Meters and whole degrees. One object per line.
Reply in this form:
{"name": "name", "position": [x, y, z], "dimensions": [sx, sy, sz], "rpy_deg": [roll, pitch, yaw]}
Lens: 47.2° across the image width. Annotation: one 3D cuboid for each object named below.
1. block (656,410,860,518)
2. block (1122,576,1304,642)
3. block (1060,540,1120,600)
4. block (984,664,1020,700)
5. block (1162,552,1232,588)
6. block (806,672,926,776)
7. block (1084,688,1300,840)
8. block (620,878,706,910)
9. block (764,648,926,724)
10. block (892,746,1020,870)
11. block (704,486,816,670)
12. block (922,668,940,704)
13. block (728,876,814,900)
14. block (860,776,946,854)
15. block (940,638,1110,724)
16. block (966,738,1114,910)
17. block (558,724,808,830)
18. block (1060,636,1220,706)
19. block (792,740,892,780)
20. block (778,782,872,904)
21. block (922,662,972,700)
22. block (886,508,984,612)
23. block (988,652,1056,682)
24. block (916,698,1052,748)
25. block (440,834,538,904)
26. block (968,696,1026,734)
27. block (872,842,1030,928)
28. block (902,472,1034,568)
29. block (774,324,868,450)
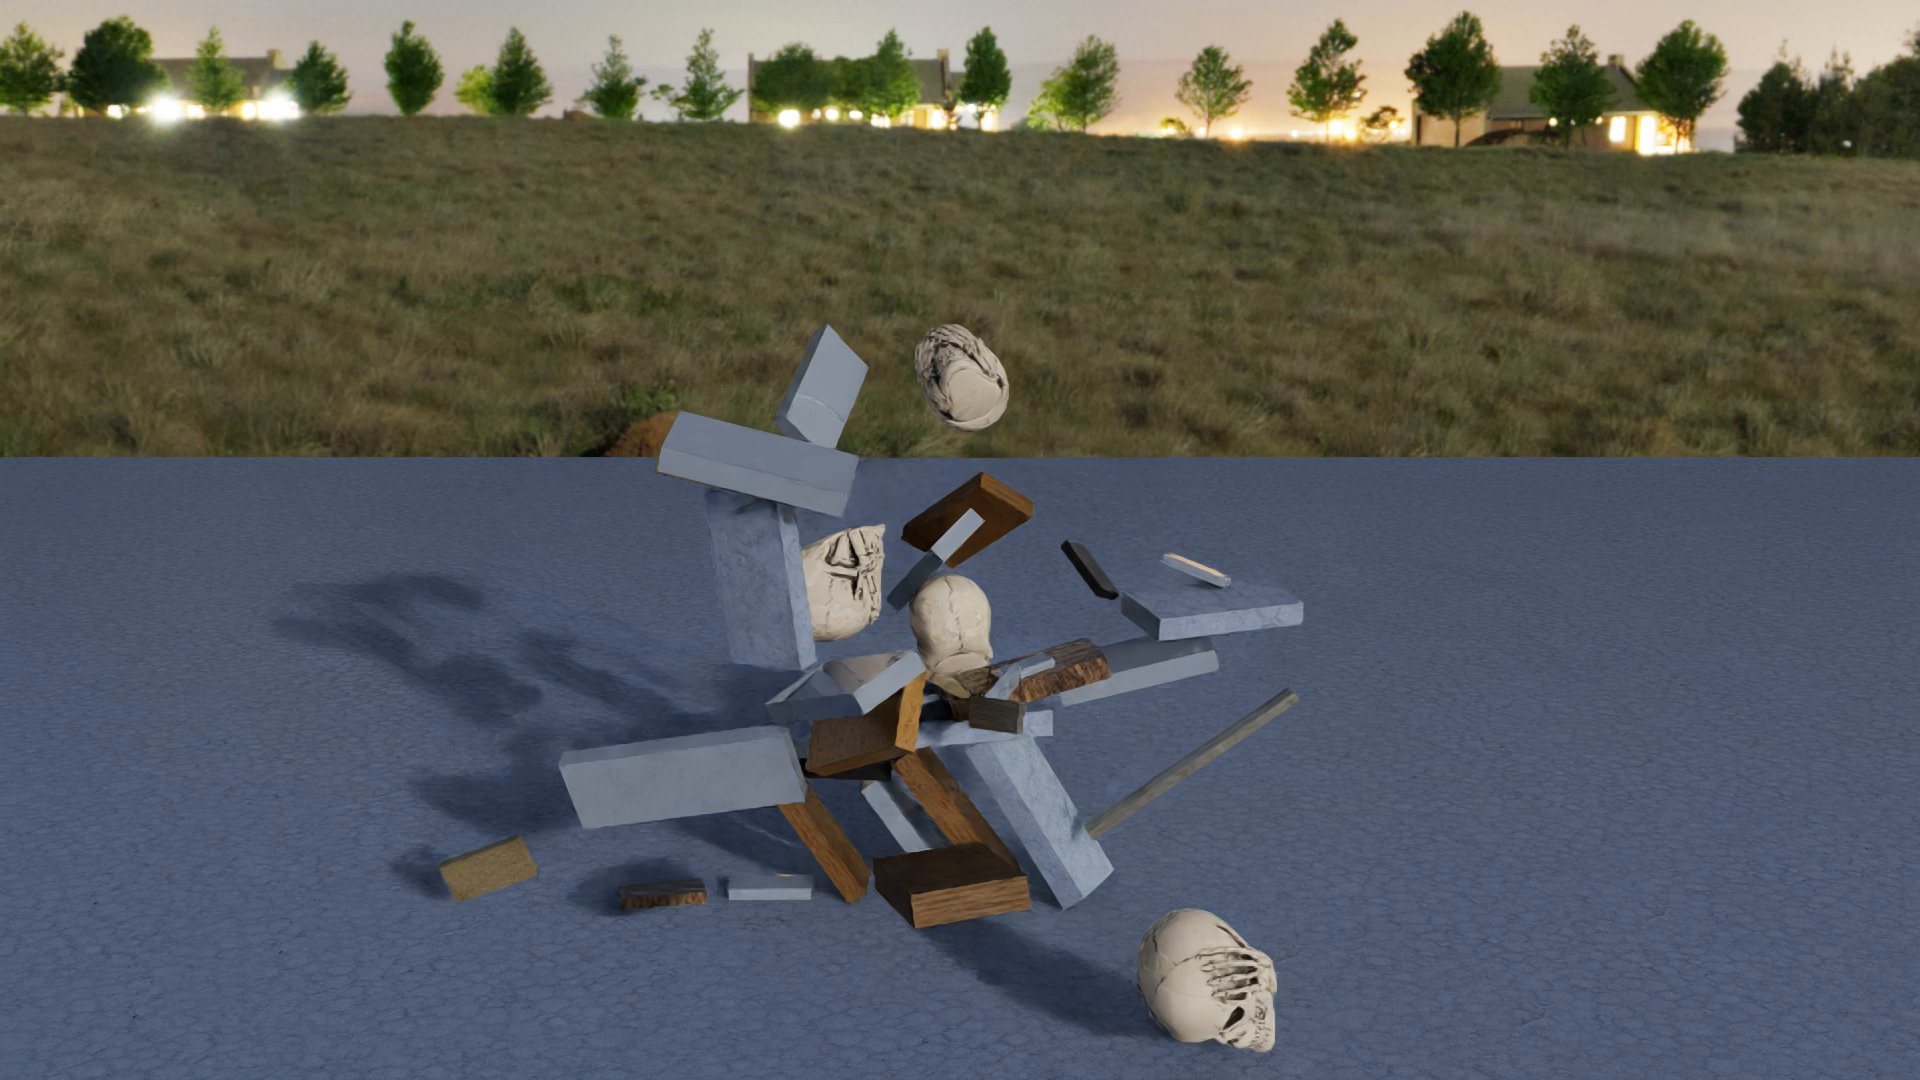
{"name": "block", "position": [-0.305, -0.117, 3.353], "dimensions": [0.286, 0.041, 0.143], "rpy_deg": [14, 26, -2]}
{"name": "block", "position": [0.410, 0.110, 3.575], "dimensions": [0.263, 0.037, 0.131], "rpy_deg": [-6, 21, -23]}
{"name": "block", "position": [0.209, 0.049, 3.532], "dimensions": [0.054, 0.015, 0.109], "rpy_deg": [14, 35, -55]}
{"name": "block", "position": [0.061, 0.244, 3.472], "dimensions": [0.014, 0.049, 0.097], "rpy_deg": [31, 60, 21]}
{"name": "block", "position": [0.389, 0.049, 3.610], "dimensions": [0.109, 0.015, 0.054], "rpy_deg": [23, 9, 16]}
{"name": "block", "position": [-0.150, 0.286, 3.452], "dimensions": [0.037, 0.130, 0.259], "rpy_deg": [21, -25, -30]}
{"name": "block", "position": [0.380, 0.368, 3.624], "dimensions": [0.409, 0.015, 0.054], "rpy_deg": [-34, 8, 0]}
{"name": "block", "position": [-0.492, 0.585, 3.640], "dimensions": [0.138, 0.020, 0.069], "rpy_deg": [-2, 11, -12]}
{"name": "block", "position": [-0.176, 0.223, 3.331], "dimensions": [0.130, 0.037, 0.259], "rpy_deg": [-35, 13, -34]}
{"name": "block", "position": [-0.005, 0.457, 3.639], "dimensions": [0.043, 0.305, 0.153], "rpy_deg": [-36, 9, 5]}
{"name": "block", "position": [-0.313, 0.057, 3.459], "dimensions": [0.143, 0.286, 0.041], "rpy_deg": [3, 18, 34]}
{"name": "block", "position": [-0.088, 0.247, 3.566], "dimensions": [0.114, 0.016, 0.057], "rpy_deg": [-16, 40, 16]}
{"name": "block", "position": [-0.315, 0.580, 3.669], "dimensions": [0.138, 0.020, 0.069], "rpy_deg": [0, 11, -1]}
{"name": "block", "position": [-0.078, 0.485, 3.655], "dimensions": [0.033, 0.236, 0.118], "rpy_deg": [-35, 7, 7]}
{"name": "block", "position": [0.102, 0.228, 3.594], "dimensions": [0.263, 0.037, 0.131], "rpy_deg": [-16, 14, -6]}
{"name": "block", "position": [0.135, 0.451, 3.663], "dimensions": [0.043, 0.305, 0.153], "rpy_deg": [-34, -4, 24]}
{"name": "block", "position": [-0.438, 0.375, 3.484], "dimensions": [0.371, 0.130, 0.037], "rpy_deg": [-8, 31, 11]}
{"name": "block", "position": [0.290, 0.206, 3.657], "dimensions": [0.263, 0.037, 0.131], "rpy_deg": [-13, 18, 2]}
{"name": "block", "position": [-0.230, 0.362, 3.637], "dimensions": [0.236, 0.033, 0.118], "rpy_deg": [1, 10, 1]}
{"name": "block", "position": [-0.234, 0.483, 3.657], "dimensions": [0.033, 0.236, 0.118], "rpy_deg": [-34, 7, 7]}
{"name": "block", "position": [-0.040, 0.217, 3.496], "dimensions": [0.114, 0.016, 0.057], "rpy_deg": [30, 2, -31]}
{"name": "block", "position": [-0.043, 0.034, 3.629], "dimensions": [0.109, 0.031, 0.219], "rpy_deg": [-45, -1, -32]}
{"name": "block", "position": [0.100, 0.209, 3.561], "dimensions": [0.097, 0.014, 0.049], "rpy_deg": [-19, 14, -19]}
{"name": "block", "position": [-0.016, 0.296, 3.630], "dimensions": [0.305, 0.043, 0.153], "rpy_deg": [-4, 10, -16]}
{"name": "block", "position": [-0.749, 0.522, 3.495], "dimensions": [0.138, 0.069, 0.020], "rpy_deg": [-20, 19, 7]}
{"name": "block", "position": [0.056, 0.267, 3.361], "dimensions": [0.097, 0.049, 0.014], "rpy_deg": [4, -2, 41]}
{"name": "block", "position": [-0.015, 0.433, 2.776], "dimensions": [0.143, 0.041, 0.286], "rpy_deg": [-8, 2, -11]}
{"name": "block", "position": [0.012, -0.032, 3.666], "dimensions": [0.109, 0.031, 0.219], "rpy_deg": [30, -40, -25]}
{"name": "block", "position": [-0.228, -0.241, 3.639], "dimensions": [0.031, 0.109, 0.219], "rpy_deg": [-18, 38, 39]}
